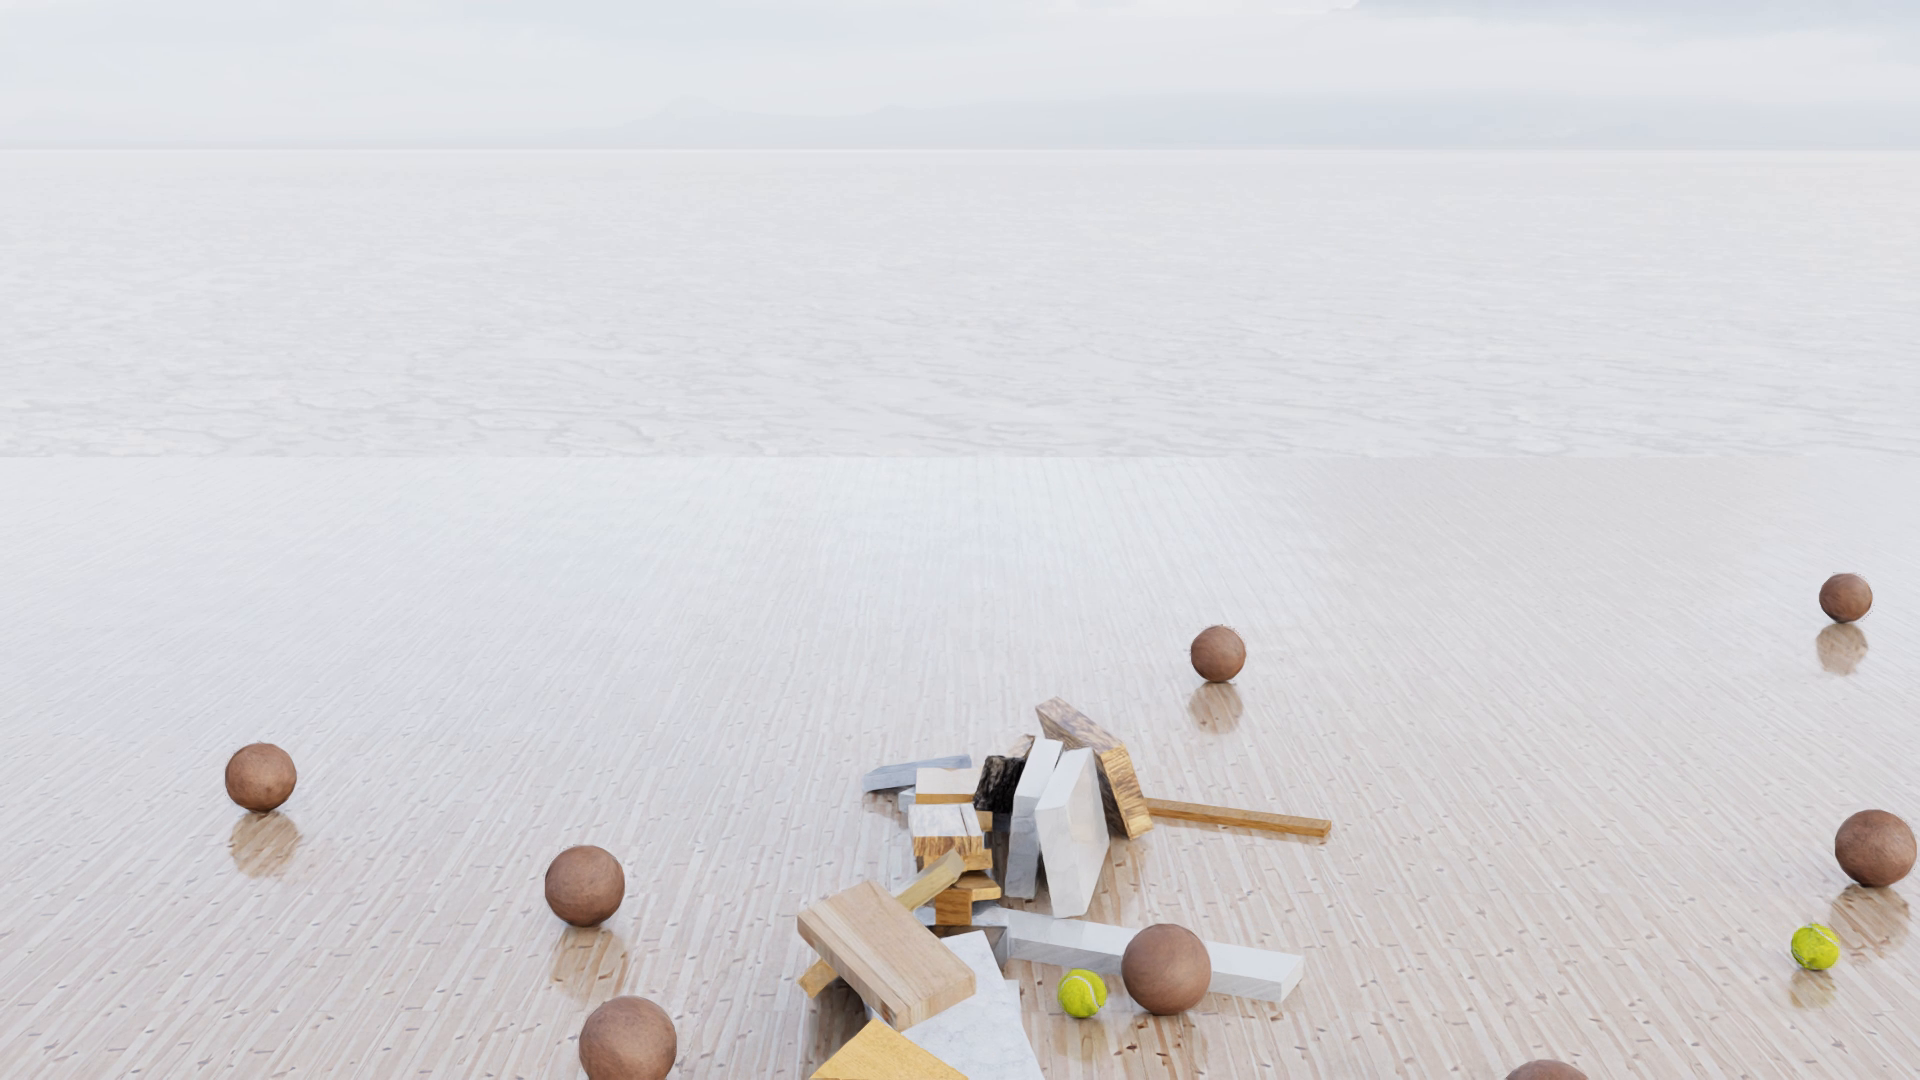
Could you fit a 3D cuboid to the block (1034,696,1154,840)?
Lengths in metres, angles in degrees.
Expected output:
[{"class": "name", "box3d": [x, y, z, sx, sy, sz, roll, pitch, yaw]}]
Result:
[{"class": "block", "box3d": [0.246, 0.420, 4.089, 0.050, 0.175, 0.350, -23, 16, -13]}]

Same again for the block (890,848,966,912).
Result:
[{"class": "block", "box3d": [-0.098, 0.558, 3.360, 0.228, 0.032, 0.114, -36, -1, 8]}]

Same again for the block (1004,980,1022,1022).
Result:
[{"class": "block", "box3d": [-0.006, 0.690, 2.990, 0.179, 0.051, 0.358, 0, 11, 0]}]

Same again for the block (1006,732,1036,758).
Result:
[{"class": "block", "box3d": [0.099, 0.430, 4.069, 0.027, 0.096, 0.193, 18, 14, 10]}]

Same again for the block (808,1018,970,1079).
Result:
[{"class": "block", "box3d": [-0.051, 0.690, 2.675, 0.248, 0.035, 0.124, 26, 45, 31]}]

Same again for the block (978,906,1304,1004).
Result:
[{"class": "block", "box3d": [0.259, 0.631, 3.362, 0.514, 0.032, 0.114, 5, 12, 25]}]

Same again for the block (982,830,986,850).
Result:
[{"class": "block", "box3d": [-0.011, 0.517, 3.786, 0.110, 0.031, 0.221, 1, -8, 1]}]

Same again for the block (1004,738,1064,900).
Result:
[{"class": "block", "box3d": [0.129, 0.475, 3.796, 0.050, 0.175, 0.350, 7, 11, 7]}]

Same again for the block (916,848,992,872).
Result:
[{"class": "block", "box3d": [-0.011, 0.536, 3.657, 0.110, 0.031, 0.220, -5, -8, -5]}]

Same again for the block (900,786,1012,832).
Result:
[{"class": "block", "box3d": [0.020, 0.493, 4.098, 0.241, 0.034, 0.121, 7, 12, 32]}]

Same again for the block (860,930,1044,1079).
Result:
[{"class": "block", "box3d": [-0.009, 0.652, 2.831, 0.179, 0.051, 0.358, -10, 31, -11]}]

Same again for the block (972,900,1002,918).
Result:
[{"class": "block", "box3d": [0.024, 0.597, 3.580, 0.063, 0.018, 0.126, -4, 11, -21]}]

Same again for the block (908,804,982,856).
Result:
[{"class": "block", "box3d": [-0.026, 0.476, 3.626, 0.110, 0.031, 0.220, 0, 7, -4]}]

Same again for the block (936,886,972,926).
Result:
[{"class": "block", "box3d": [-0.010, 0.588, 3.384, 0.054, 0.107, 0.015, 3, 8, 14]}]

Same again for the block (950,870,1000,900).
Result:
[{"class": "block", "box3d": [0.018, 0.558, 3.554, 0.063, 0.018, 0.126, -3, 5, -14]}]

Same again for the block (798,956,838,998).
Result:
[{"class": "block", "box3d": [-0.172, 0.600, 3.189, 0.114, 0.032, 0.228, -42, -4, -2]}]

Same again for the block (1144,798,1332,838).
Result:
[{"class": "block", "box3d": [0.489, 0.510, 4.059, 0.386, 0.016, 0.055, 5, 11, 23]}]

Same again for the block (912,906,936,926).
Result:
[{"class": "block", "box3d": [-0.058, 0.612, 3.510, 0.054, 0.015, 0.107, 4, 11, 18]}]

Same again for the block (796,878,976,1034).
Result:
[{"class": "block", "box3d": [-0.100, 0.550, 2.929, 0.124, 0.035, 0.247, -21, 35, -28]}]

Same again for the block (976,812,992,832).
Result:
[{"class": "block", "box3d": [-0.016, 0.495, 3.862, 0.121, 0.034, 0.241, 2, -8, -5]}]

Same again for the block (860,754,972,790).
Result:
[{"class": "block", "box3d": [-0.083, 0.447, 4.229, 0.193, 0.027, 0.096, -10, 3, 22]}]

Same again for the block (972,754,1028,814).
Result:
[{"class": "block", "box3d": [0.083, 0.436, 3.913, 0.027, 0.096, 0.193, 17, -1, 25]}]

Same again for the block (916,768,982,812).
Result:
[{"class": "block", "box3d": [-0.020, 0.458, 4.028, 0.121, 0.034, 0.241, 1, 5, 0]}]

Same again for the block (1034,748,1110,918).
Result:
[{"class": "block", "box3d": [0.191, 0.481, 3.672, 0.050, 0.175, 0.458, -10, 5, 10]}]

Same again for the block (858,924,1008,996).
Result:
[{"class": "block", "box3d": [-0.034, 0.609, 3.194, 0.179, 0.051, 0.358, 0, -2, 6]}]

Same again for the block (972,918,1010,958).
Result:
[{"class": "block", "box3d": [0.025, 0.613, 3.395, 0.107, 0.054, 0.015, 4, 6, 23]}]

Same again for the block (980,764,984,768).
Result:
[{"class": "block", "box3d": [0.066, 0.466, 4.206, 0.055, 0.016, 0.111, 41, 4, -11]}]
